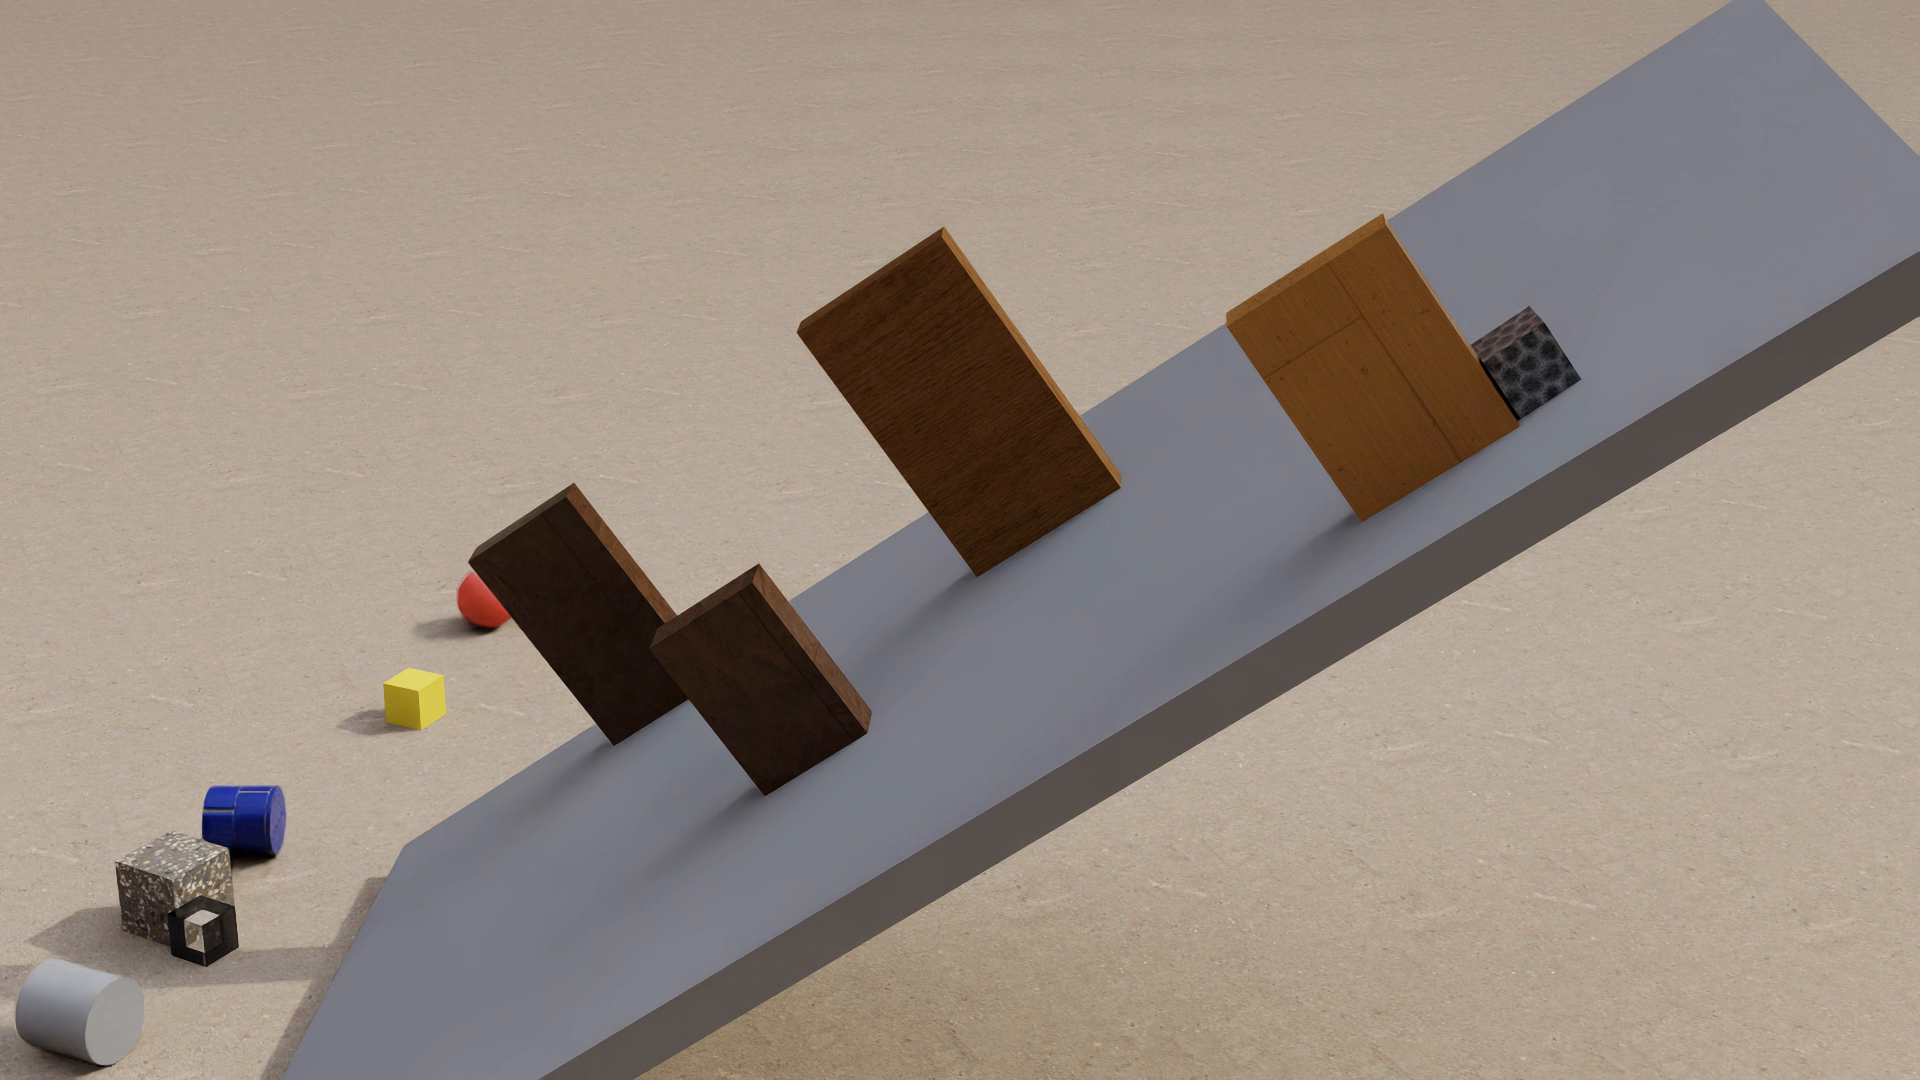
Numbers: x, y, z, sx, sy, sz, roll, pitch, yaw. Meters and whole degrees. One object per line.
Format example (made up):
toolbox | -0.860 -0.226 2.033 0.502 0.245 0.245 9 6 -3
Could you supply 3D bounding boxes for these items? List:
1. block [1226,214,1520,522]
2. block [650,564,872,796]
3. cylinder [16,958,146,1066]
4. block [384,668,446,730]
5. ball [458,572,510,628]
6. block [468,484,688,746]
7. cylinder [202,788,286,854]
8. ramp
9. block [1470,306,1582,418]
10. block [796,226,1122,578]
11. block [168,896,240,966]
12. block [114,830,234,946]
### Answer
block | 0.749 -0.310 5.345 0.336 0.453 0.084 -32 16 15
block | -0.416 0.295 6.182 0.268 0.408 0.109 -32 16 15
cylinder | -2.063 1.107 6.899 0.207 0.207 0.207 10 23 24
block | -1.604 0.467 8.655 0.125 0.125 0.125 10 23 24
ball | -1.494 0.184 9.296 0.187 0.187 0.187 0 21 0
block | -0.897 0.185 7.212 0.305 0.588 0.100 -32 16 15
cylinder | -1.911 0.750 7.853 0.179 0.179 0.179 0 21 0
ramp | 0.136 0.174 6.305 4.000 0.100 2.000 -32 16 15
block | 1.034 -0.326 5.384 0.130 0.130 0.130 -34 15 9
block | 0.002 -0.299 6.490 0.388 0.690 0.082 -32 16 15
block | -1.893 0.977 7.356 0.117 0.117 0.117 12 24 28
block | -1.992 0.888 7.473 0.198 0.198 0.198 12 24 29
